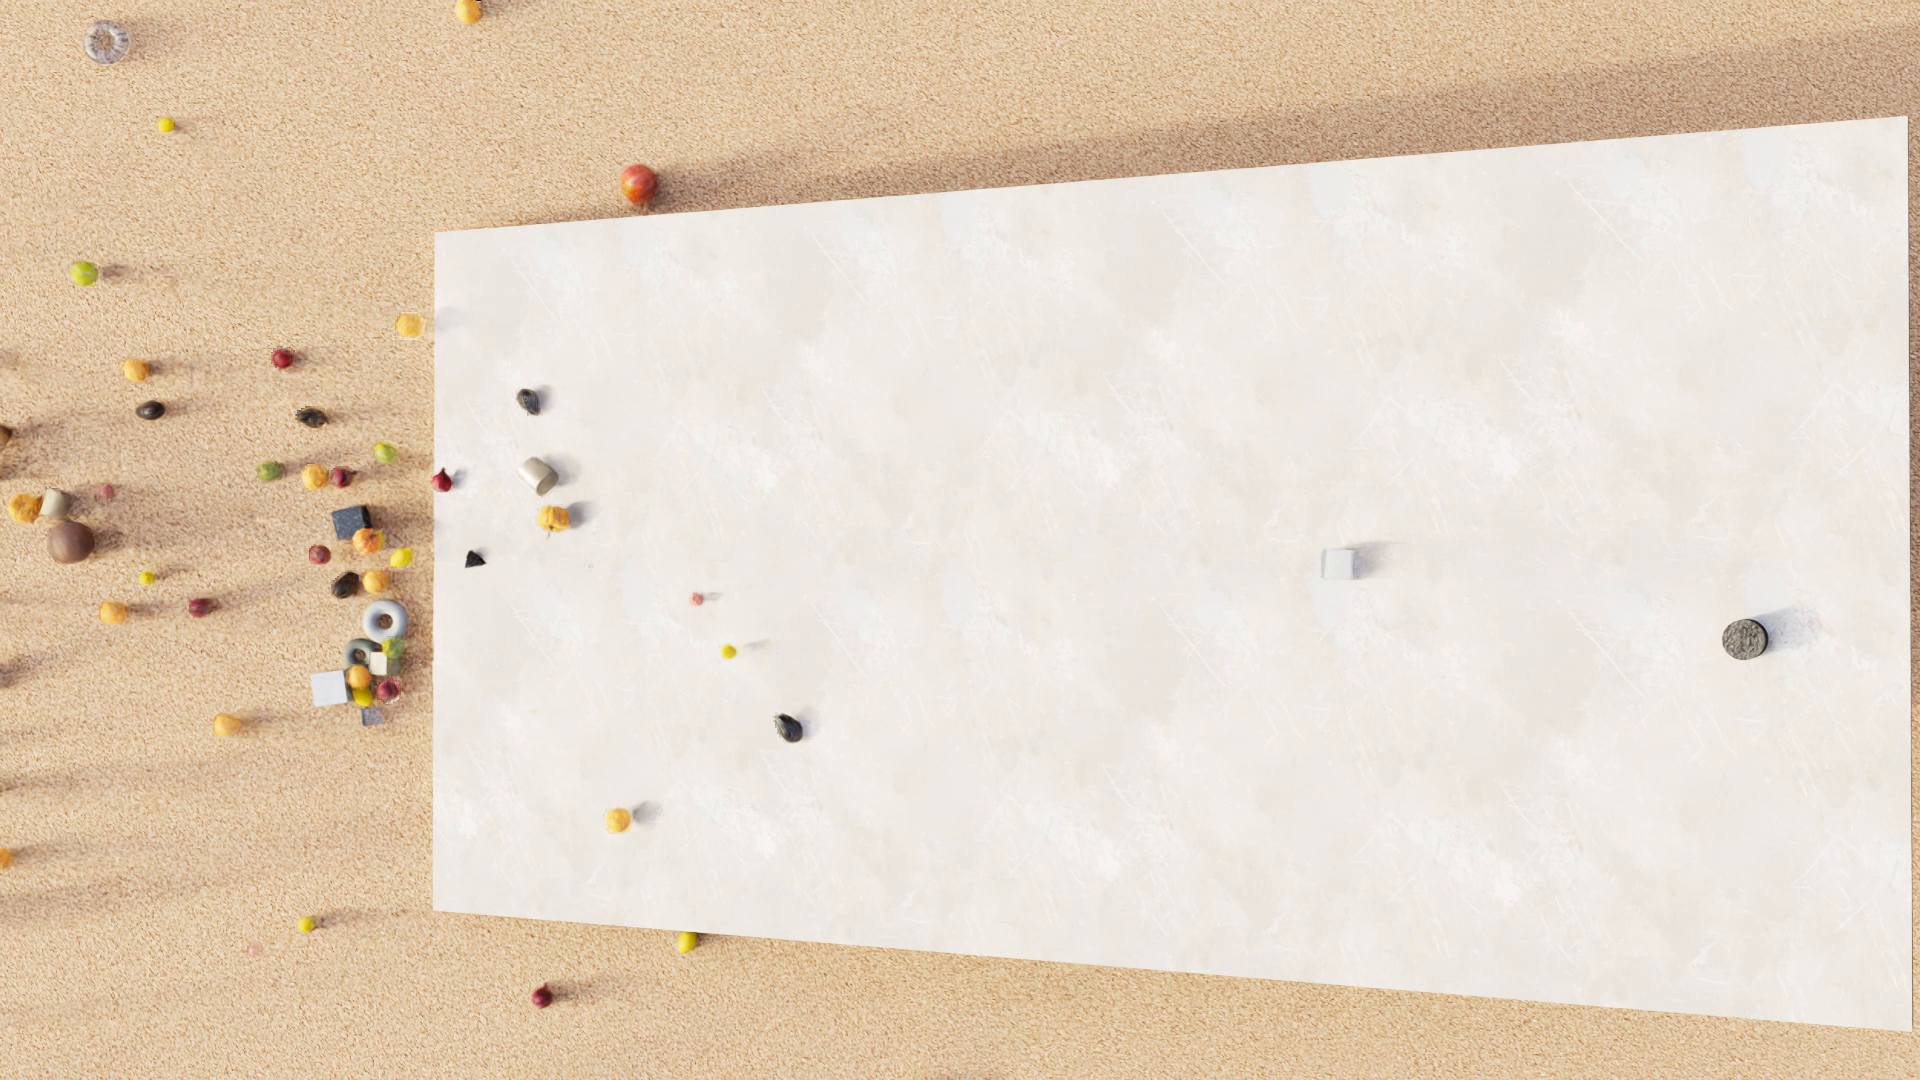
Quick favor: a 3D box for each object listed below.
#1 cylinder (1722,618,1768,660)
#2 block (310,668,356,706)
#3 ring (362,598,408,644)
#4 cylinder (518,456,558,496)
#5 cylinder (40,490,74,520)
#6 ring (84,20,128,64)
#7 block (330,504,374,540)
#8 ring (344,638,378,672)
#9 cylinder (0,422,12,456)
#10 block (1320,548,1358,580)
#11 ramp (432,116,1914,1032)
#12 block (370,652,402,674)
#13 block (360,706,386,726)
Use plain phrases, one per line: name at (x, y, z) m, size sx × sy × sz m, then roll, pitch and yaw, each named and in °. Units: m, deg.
cylinder at (1.750, 0.222, 4.902) m, size 0.090 × 0.090 × 0.090 m, roll 0°, pitch 89°, yaw 25°
block at (-1.860, 0.438, 6.528) m, size 0.096 × 0.096 × 0.096 m, roll -8°, pitch 89°, yaw 0°
ring at (-1.713, 0.243, 6.556) m, size 0.137 × 0.046 × 0.137 m, roll 0°, pitch 90°, yaw 1°
cylinder at (-1.207, -0.184, 6.287) m, size 0.081 × 0.081 × 0.081 m, roll 41°, pitch 89°, yaw 20°
cylinder at (-2.688, -0.104, 6.542) m, size 0.076 × 0.076 × 0.076 m, roll 16°, pitch 86°, yaw 0°
ring at (-2.553, -1.488, 6.576) m, size 0.137 × 0.046 × 0.137 m, roll 0°, pitch 88°, yaw 1°
block at (-1.807, -0.051, 6.538) m, size 0.086 × 0.086 × 0.086 m, roll -15°, pitch 89°, yaw 0°
ring at (-1.788, 0.344, 6.560) m, size 0.104 × 0.035 × 0.104 m, roll 0°, pitch 91°, yaw 1°
cylinder at (-2.872, -0.298, 6.522) m, size 0.087 × 0.087 × 0.087 m, roll 7°, pitch 52°, yaw 0°
block at (0.915, 0.059, 5.303) m, size 0.072 × 0.072 × 0.072 m, roll 4°, pitch 91°, yaw 25°
ramp at (0.282, 0.082, 5.692) m, size 4.000 × 0.100 × 2.000 m, roll 0°, pitch 89°, yaw 25°
block at (-1.706, 0.365, 6.533) m, size 0.065 × 0.065 × 0.065 m, roll 1°, pitch 89°, yaw 28°
block at (-1.748, 0.524, 6.548) m, size 0.053 × 0.053 × 0.053 m, roll -8°, pitch 89°, yaw 0°
